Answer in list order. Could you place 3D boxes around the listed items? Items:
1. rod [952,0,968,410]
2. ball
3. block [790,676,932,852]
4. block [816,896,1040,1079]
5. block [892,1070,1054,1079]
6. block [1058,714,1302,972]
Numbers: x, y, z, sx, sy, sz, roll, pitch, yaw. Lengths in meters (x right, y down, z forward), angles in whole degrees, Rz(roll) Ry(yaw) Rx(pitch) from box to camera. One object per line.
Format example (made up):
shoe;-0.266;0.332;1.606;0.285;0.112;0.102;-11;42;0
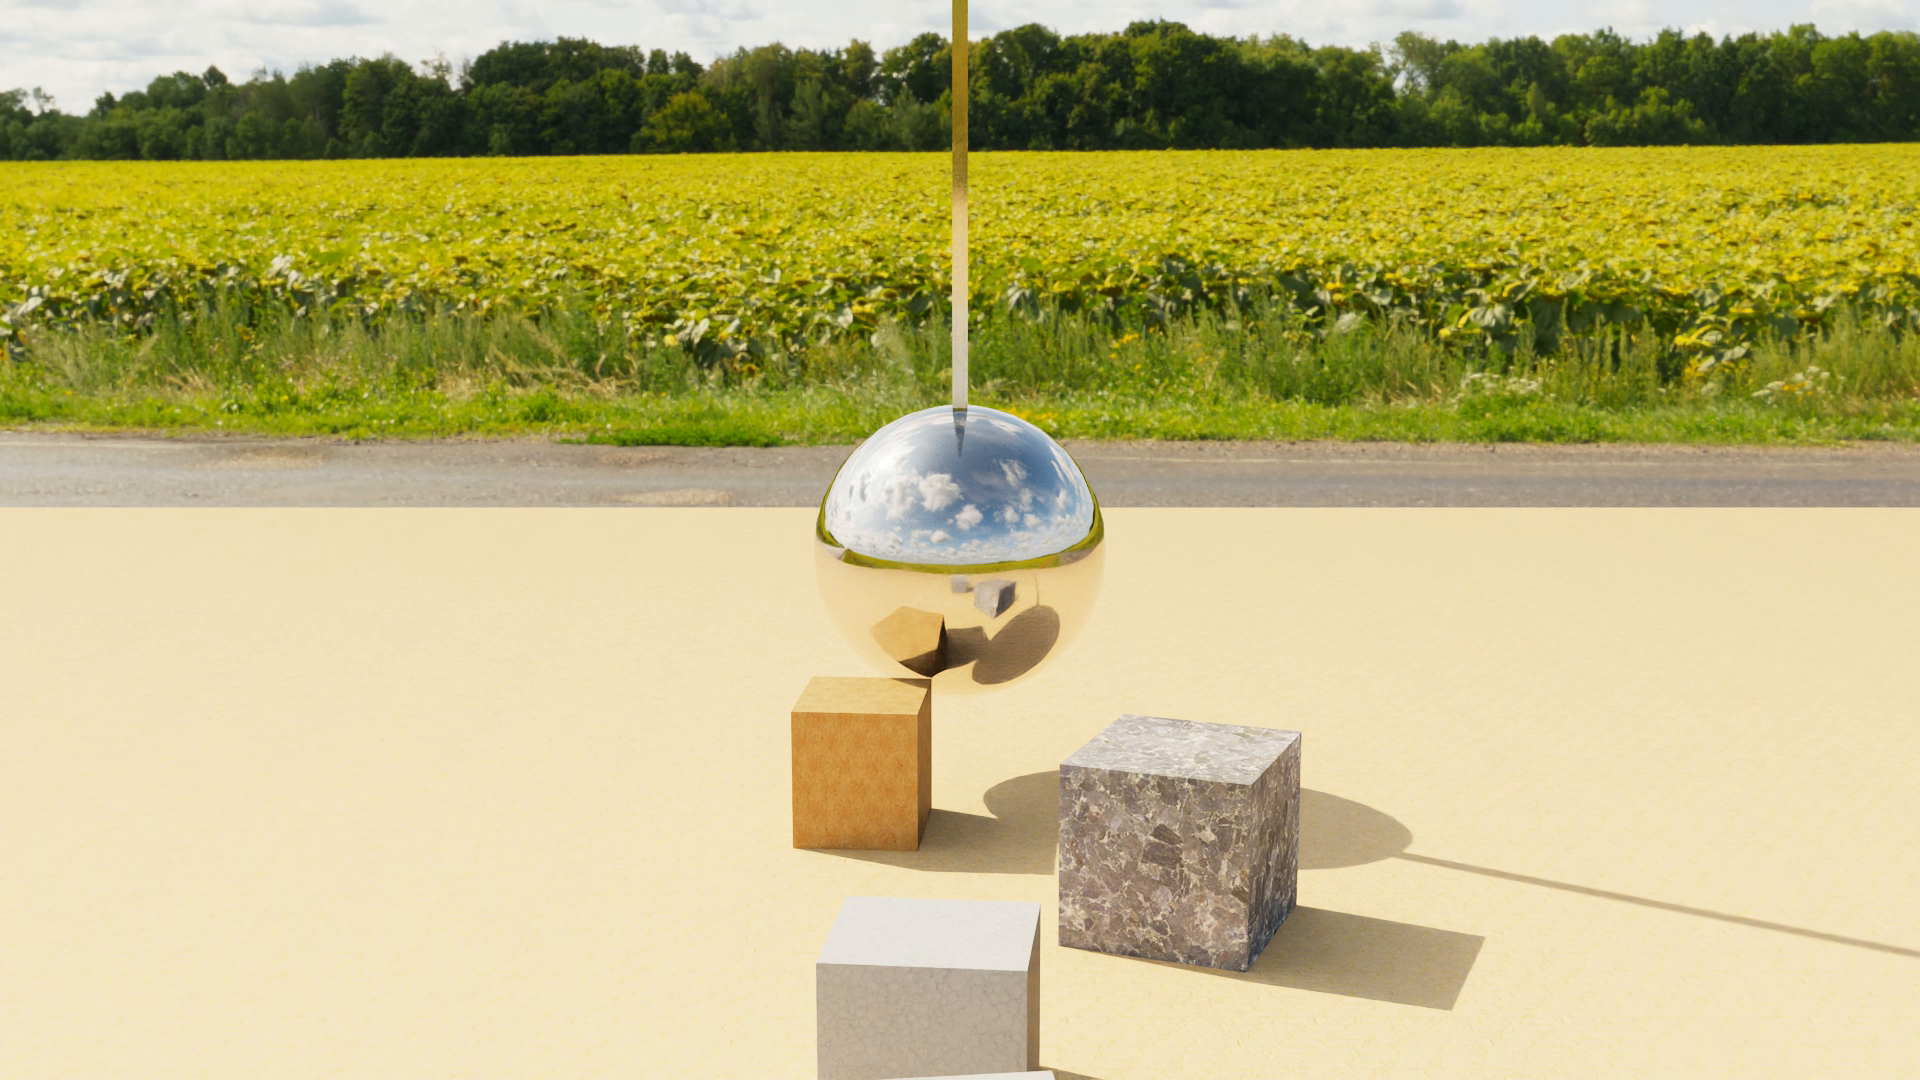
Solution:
rod;0.000;-3.175;10.955;0.080;5.200;0.080;0;18;0
ball;0.000;0.060;12.004;1.600;1.600;1.600;0;10;0
block;-0.495;1.140;11.321;0.631;0.707;0.739;1;10;5
block;-0.100;1.753;8.092;0.745;0.655;0.701;1;10;6
block;0.009;2.027;6.615;0.624;0.646;0.535;-1;10;-7
block;1.000;1.335;9.896;0.853;0.832;0.919;4;11;22
